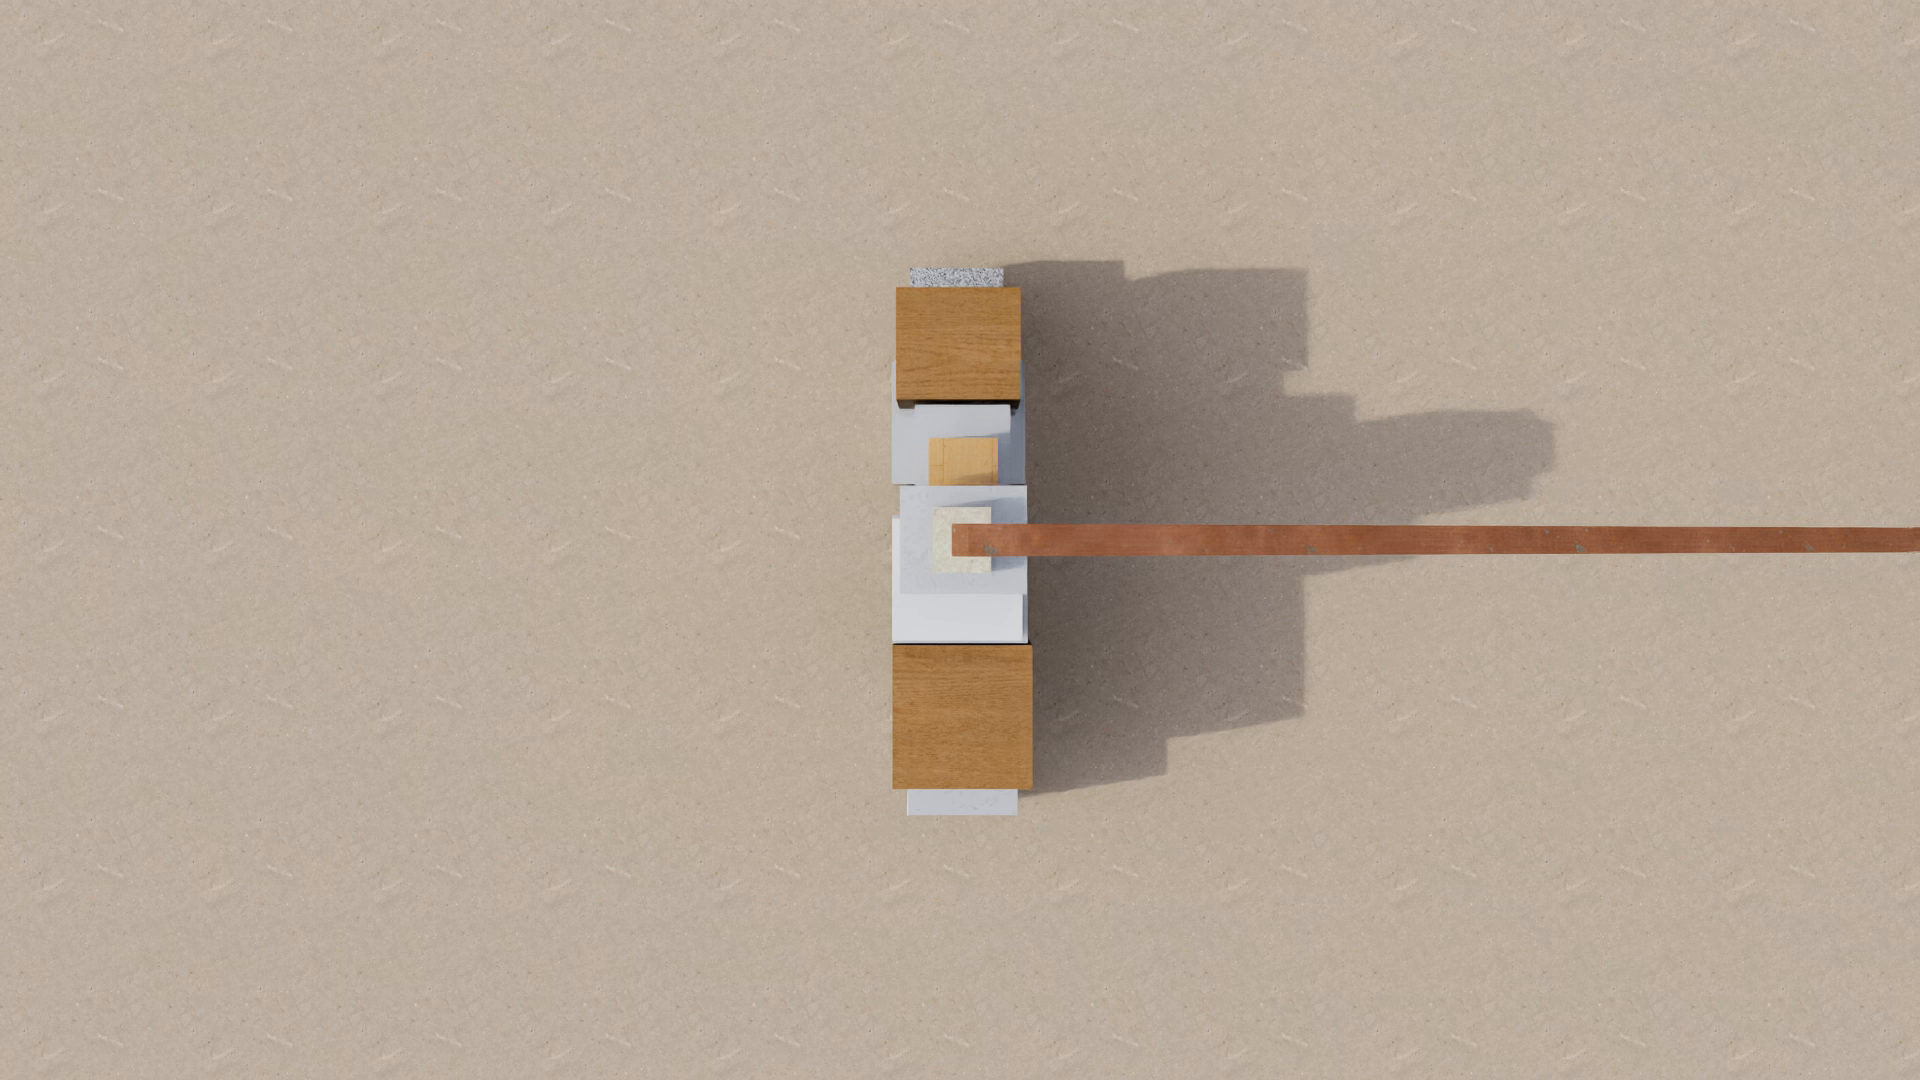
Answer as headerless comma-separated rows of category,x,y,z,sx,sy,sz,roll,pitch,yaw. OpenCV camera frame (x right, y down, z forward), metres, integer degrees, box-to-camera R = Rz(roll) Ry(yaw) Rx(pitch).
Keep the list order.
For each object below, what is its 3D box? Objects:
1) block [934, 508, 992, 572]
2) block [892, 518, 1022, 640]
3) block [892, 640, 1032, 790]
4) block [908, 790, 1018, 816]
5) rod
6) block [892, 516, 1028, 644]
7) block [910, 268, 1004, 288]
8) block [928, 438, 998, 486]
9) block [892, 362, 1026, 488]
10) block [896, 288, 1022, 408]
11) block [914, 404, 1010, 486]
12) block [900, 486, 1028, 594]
block,0.010,0.000,10.348,0.269,0.245,0.307,0,90,0
block,-0.014,0.199,11.332,0.653,0.585,0.613,0,90,0
block,0.014,0.937,11.948,0.742,0.619,0.763,0,90,0
block,0.014,1.210,12.629,0.613,0.742,0.647,0,90,0
rod,2.234,0.000,6.666,5.200,0.080,0.080,0,90,-31
block,-0.001,0.207,12.005,0.716,0.762,0.677,0,90,0
block,-0.019,-1.266,12.698,0.525,0.603,0.534,0,90,0
block,0.018,-0.319,11.439,0.354,0.388,0.388,0,87,0
block,-0.008,-0.651,12.609,0.741,0.783,0.677,0,90,0
block,-0.008,-1.029,11.895,0.658,0.647,0.591,0,89,0
block,0.013,-0.430,11.930,0.505,0.575,0.576,0,90,0
block,0.017,0.000,10.755,0.606,0.568,0.517,0,90,0
